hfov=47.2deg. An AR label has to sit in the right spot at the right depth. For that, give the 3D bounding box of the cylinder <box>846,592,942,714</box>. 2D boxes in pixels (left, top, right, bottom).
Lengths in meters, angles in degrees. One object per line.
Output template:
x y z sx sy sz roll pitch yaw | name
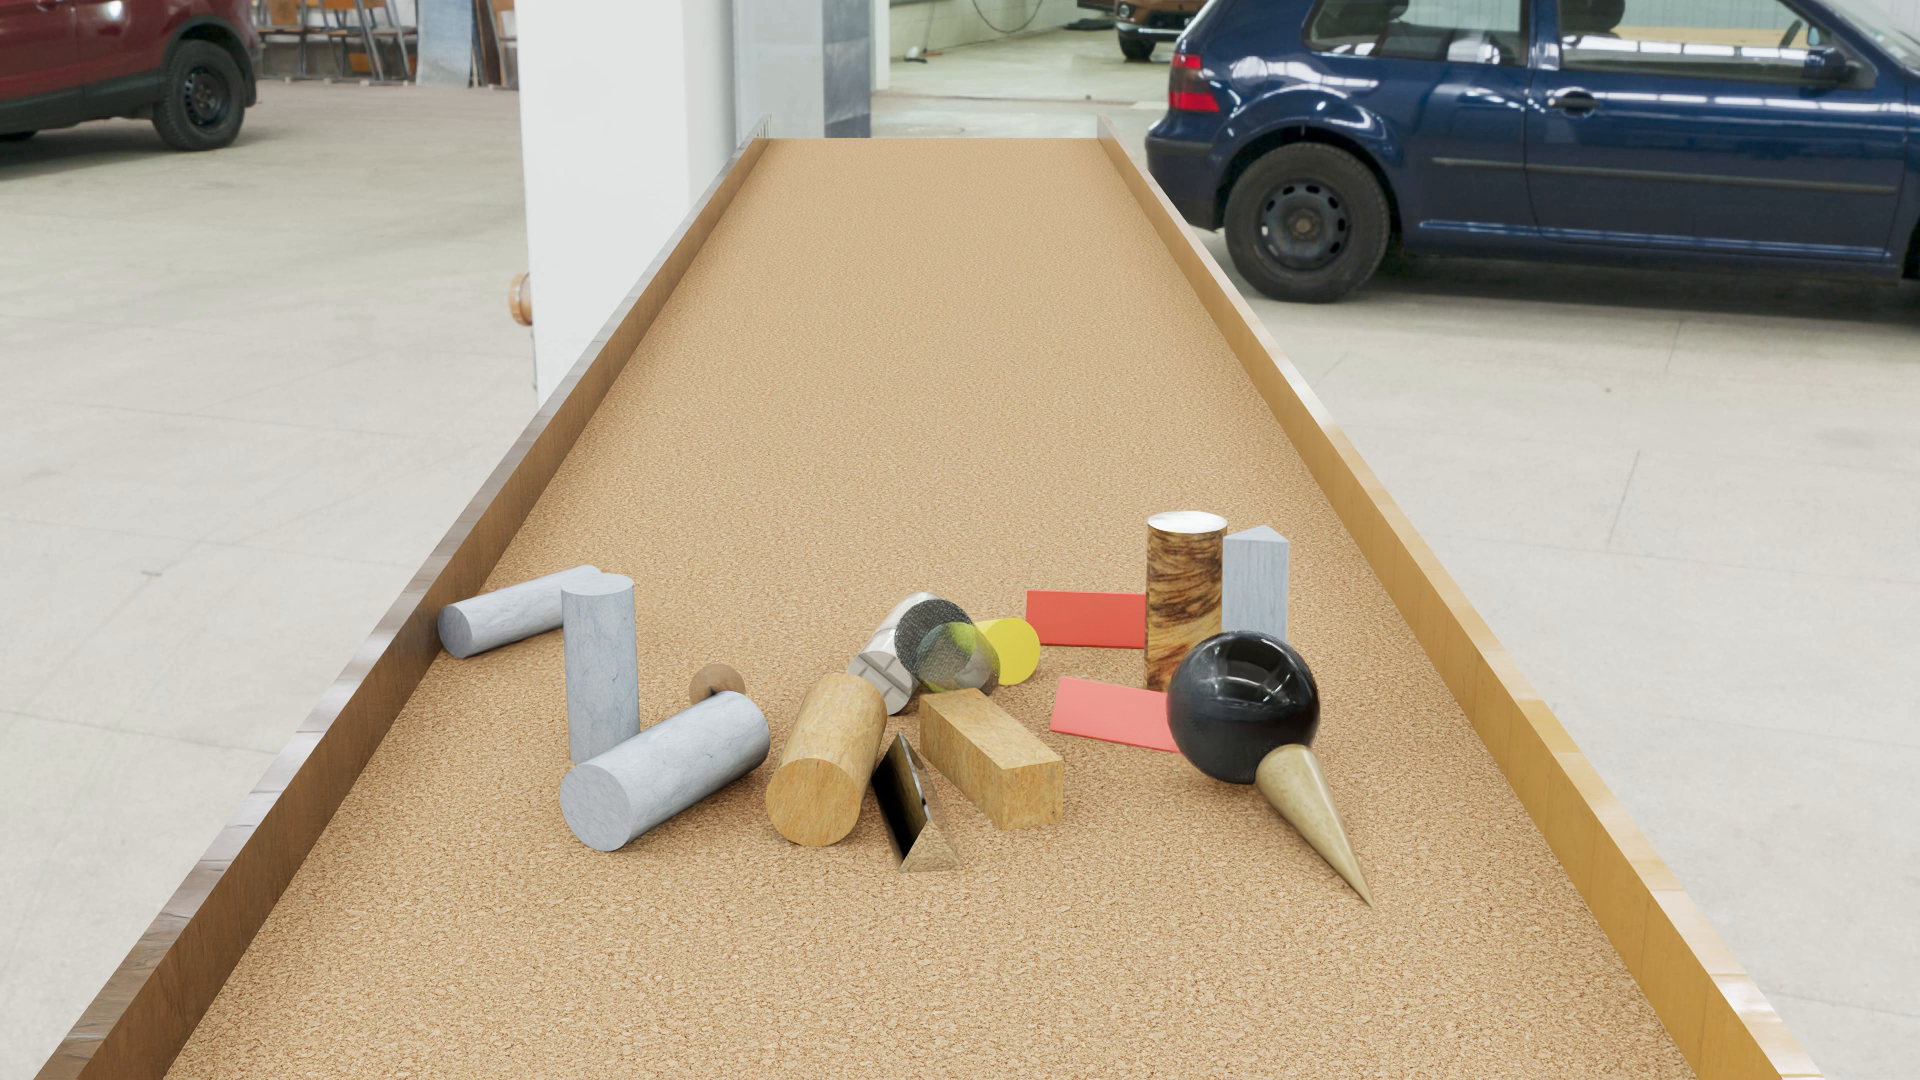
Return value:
-0.113 0.217 4.271 0.129 0.129 0.365 4 17 12 | cylinder

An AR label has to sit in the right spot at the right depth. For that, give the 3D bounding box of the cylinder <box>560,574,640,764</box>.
-0.634 0.231 3.887 0.126 0.321 0.126 0 17 0 | cylinder

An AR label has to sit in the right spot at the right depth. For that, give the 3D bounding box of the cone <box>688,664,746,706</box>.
-0.441 0.266 3.933 0.106 0.106 0.343 -1 -5 -4 | cone

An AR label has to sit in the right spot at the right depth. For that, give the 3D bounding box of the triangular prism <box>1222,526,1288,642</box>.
0.535 0.175 3.947 0.115 0.392 0.099 4 16 16 | triangular prism

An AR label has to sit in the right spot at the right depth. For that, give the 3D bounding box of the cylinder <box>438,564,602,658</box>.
-0.898 0.145 4.544 0.111 0.111 0.359 13 21 38 | cylinder

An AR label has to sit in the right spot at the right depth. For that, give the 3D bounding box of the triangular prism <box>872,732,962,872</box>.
-0.075 0.426 3.633 0.101 0.087 0.377 -3 17 -8 | triangular prism

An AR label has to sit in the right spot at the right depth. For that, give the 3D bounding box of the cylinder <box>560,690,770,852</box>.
-0.488 0.382 3.682 0.149 0.149 0.383 9 19 29 | cylinder

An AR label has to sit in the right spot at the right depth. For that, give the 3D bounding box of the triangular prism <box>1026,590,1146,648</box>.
0.336 0.156 4.521 0.397 0.098 0.113 2 16 6 | triangular prism

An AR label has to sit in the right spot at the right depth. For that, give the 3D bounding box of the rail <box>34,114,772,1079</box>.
-1.118 -0.838 7.780 0.050 0.150 12.000 0 17 -1 | rail

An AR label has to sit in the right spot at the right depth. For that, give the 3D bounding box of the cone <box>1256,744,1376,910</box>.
0.591 0.479 3.518 0.114 0.114 0.421 -3 25 -10 | cone

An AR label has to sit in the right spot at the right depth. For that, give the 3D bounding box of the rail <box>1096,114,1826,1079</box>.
0.932 -0.844 7.801 0.050 0.150 12.000 0 17 -1 | rail

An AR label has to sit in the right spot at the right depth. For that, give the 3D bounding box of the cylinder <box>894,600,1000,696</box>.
-0.019 0.209 3.992 0.143 0.143 0.382 2 -11 8 | cylinder

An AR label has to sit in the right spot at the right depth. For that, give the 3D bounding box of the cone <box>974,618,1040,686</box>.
0.018 0.201 4.438 0.132 0.132 0.373 -8 8 -24 | cone

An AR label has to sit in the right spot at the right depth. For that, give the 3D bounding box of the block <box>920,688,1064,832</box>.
0.049 0.372 3.785 0.109 0.109 0.370 -7 18 -22 | block

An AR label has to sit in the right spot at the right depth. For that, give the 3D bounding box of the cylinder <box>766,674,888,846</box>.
-0.221 0.366 3.726 0.154 0.154 0.396 1 17 4 | cylinder

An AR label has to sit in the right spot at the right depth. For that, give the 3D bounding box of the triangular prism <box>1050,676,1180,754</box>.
0.323 0.313 4.009 0.303 0.089 0.103 8 18 25 | triangular prism

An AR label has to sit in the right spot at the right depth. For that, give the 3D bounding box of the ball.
0.488 0.288 3.792 0.266 0.266 0.266 0 17 0 | ball

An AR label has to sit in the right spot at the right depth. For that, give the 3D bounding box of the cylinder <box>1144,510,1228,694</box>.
0.426 0.134 4.164 0.150 0.350 0.150 0 17 0 | cylinder
